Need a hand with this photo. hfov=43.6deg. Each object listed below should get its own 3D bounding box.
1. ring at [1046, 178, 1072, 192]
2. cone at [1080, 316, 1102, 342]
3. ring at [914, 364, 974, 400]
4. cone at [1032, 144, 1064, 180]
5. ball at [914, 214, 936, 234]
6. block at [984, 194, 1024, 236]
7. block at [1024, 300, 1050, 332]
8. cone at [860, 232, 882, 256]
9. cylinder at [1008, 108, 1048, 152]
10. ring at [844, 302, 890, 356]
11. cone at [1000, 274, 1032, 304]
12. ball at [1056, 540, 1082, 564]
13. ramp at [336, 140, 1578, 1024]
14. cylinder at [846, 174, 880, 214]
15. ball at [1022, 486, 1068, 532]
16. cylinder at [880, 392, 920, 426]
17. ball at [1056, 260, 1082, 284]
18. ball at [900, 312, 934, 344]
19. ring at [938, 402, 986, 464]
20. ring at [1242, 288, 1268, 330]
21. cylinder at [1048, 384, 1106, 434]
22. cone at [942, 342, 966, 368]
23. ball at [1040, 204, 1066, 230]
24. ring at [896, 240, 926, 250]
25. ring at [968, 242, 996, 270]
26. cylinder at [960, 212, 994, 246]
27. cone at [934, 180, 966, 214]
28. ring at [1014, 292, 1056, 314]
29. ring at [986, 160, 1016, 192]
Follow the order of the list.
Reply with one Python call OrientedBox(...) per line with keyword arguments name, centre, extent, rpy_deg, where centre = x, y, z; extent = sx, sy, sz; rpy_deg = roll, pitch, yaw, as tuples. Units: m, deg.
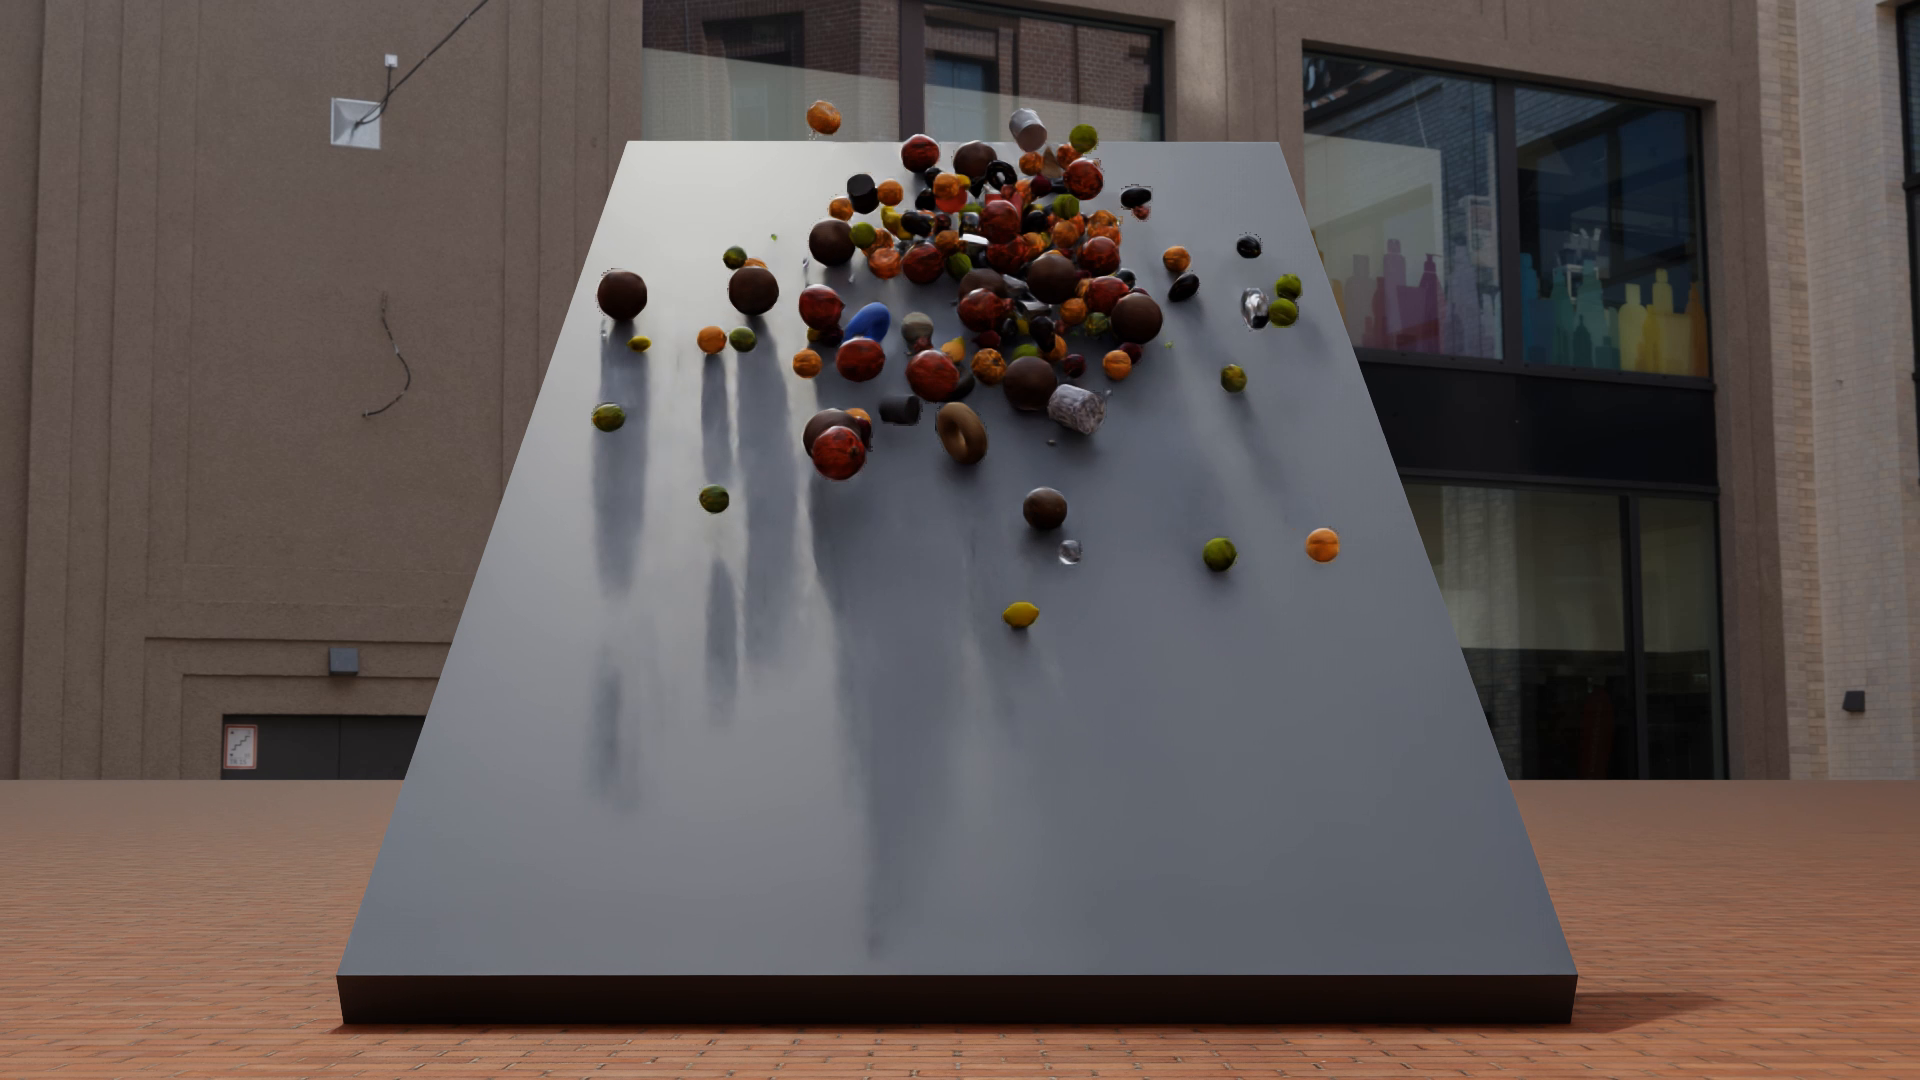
OrientedBox(name="ring", centre=(0.287, -1.034, 6.993), extent=(0.077, 0.026, 0.077), rpy_deg=(-1, 30, 0))
OrientedBox(name="cone", centre=(0.343, -0.544, 6.044), extent=(0.061, 0.061, 0.061), rpy_deg=(19, 29, -11))
OrientedBox(name="ring", centre=(-0.038, -0.380, 5.777), extent=(0.148, 0.049, 0.148), rpy_deg=(-1, 30, 0))
OrientedBox(name="cone", centre=(0.261, -1.126, 7.090), extent=(0.094, 0.094, 0.094), rpy_deg=(0, 29, 0))
OrientedBox(name="ball", centre=(-0.094, -0.849, 6.436), extent=(0.056, 0.056, 0.056), rpy_deg=(0, -6, 0))
OrientedBox(name="block", centre=(0.122, -0.894, 6.608), extent=(0.098, 0.098, 0.098), rpy_deg=(2, -3, 7))
OrientedBox(name="block", centre=(0.196, -0.571, 6.117), extent=(0.057, 0.057, 0.057), rpy_deg=(-6, 29, -11))
OrientedBox(name="cone", centre=(-0.230, -0.814, 6.572), extent=(0.066, 0.066, 0.066), rpy_deg=(-4, 4, 32))
OrientedBox(name="cylinder", centre=(0.194, -1.180, 6.898), extent=(0.090, 0.090, 0.090), rpy_deg=(-11, -47, -12))
OrientedBox(name="ring", centre=(-0.230, -0.522, 5.936), extent=(0.048, 0.145, 0.145), rpy_deg=(37, 9, 21))
OrientedBox(name="cone", centre=(0.154, -0.656, 6.227), extent=(0.078, 0.078, 0.078), rpy_deg=(-3, -6, 21))
OrientedBox(name="ball", centre=(0.230, 0.025, 5.036), extent=(0.053, 0.053, 0.053), rpy_deg=(0, -6, 0))
OrientedBox(name="ramp", centre=(-0.012, -0.218, 5.637), extent=(2.000, 0.100, 4.000), rpy_deg=(0, 29, 0))
OrientedBox(name="cylinder", centre=(-0.263, -0.940, 6.504), extent=(0.077, 0.077, 0.077), rpy_deg=(-1, -31, 11))
OrientedBox(name="ball", centre=(0.183, -0.067, 5.159), extent=(0.096, 0.096, 0.096), rpy_deg=(0, -6, 0))
OrientedBox(name="cylinder", centre=(-0.140, -0.306, 5.584), extent=(0.069, 0.069, 0.069), rpy_deg=(-10, -10, 33))
OrientedBox(name="ball", centre=(0.289, -0.712, 6.367), extent=(0.065, 0.065, 0.065), rpy_deg=(0, -6, 0))
OrientedBox(name="ball", centre=(-0.108, -0.531, 6.017), extent=(0.081, 0.081, 0.081), rpy_deg=(0, -6, 0))
OrientedBox(name="ring", centre=(0.004, -0.242, 5.424), extent=(0.050, 0.149, 0.149), rpy_deg=(-29, 9, -29))
OrientedBox(name="ring", centre=(0.741, -0.580, 6.024), extent=(0.037, 0.112, 0.112), rpy_deg=(-13, -2, -16))
OrientedBox(name="cylinder", centre=(0.270, -0.304, 5.551), extent=(0.094, 0.094, 0.094), rpy_deg=(6, 13, -45))
OrientedBox(name="cone", centre=(-0.026, -0.435, 5.786), extent=(0.063, 0.063, 0.063), rpy_deg=(14, -45, 14))
OrientedBox(name="ball", centre=(0.261, -0.903, 6.707), extent=(0.070, 0.070, 0.070), rpy_deg=(0, -6, 0))
OrientedBox(name="ring", centre=(-0.133, -0.803, 6.526), extent=(0.083, 0.028, 0.083), rpy_deg=(2, 6, 0))
OrientedBox(name="ring", centre=(0.058, -0.764, 6.433), extent=(0.086, 0.086, 0.029), rpy_deg=(5, 24, -42))
OrientedBox(name="cylinder", centre=(0.045, -0.818, 6.293), extent=(0.077, 0.077, 0.077), rpy_deg=(12, -4, 9))
OrientedBox(name="cone", centre=(-0.023, -0.960, 6.642), extent=(0.091, 0.091, 0.091), rpy_deg=(-1, 20, 5))
OrientedBox(name="ring", centre=(0.193, -0.612, 6.214), extent=(0.108, 0.036, 0.108), rpy_deg=(1, 30, -1))
OrientedBox(name="ring", centre=(0.116, -1.032, 6.794), extent=(0.098, 0.098, 0.033), rpy_deg=(-5, 33, 40))
